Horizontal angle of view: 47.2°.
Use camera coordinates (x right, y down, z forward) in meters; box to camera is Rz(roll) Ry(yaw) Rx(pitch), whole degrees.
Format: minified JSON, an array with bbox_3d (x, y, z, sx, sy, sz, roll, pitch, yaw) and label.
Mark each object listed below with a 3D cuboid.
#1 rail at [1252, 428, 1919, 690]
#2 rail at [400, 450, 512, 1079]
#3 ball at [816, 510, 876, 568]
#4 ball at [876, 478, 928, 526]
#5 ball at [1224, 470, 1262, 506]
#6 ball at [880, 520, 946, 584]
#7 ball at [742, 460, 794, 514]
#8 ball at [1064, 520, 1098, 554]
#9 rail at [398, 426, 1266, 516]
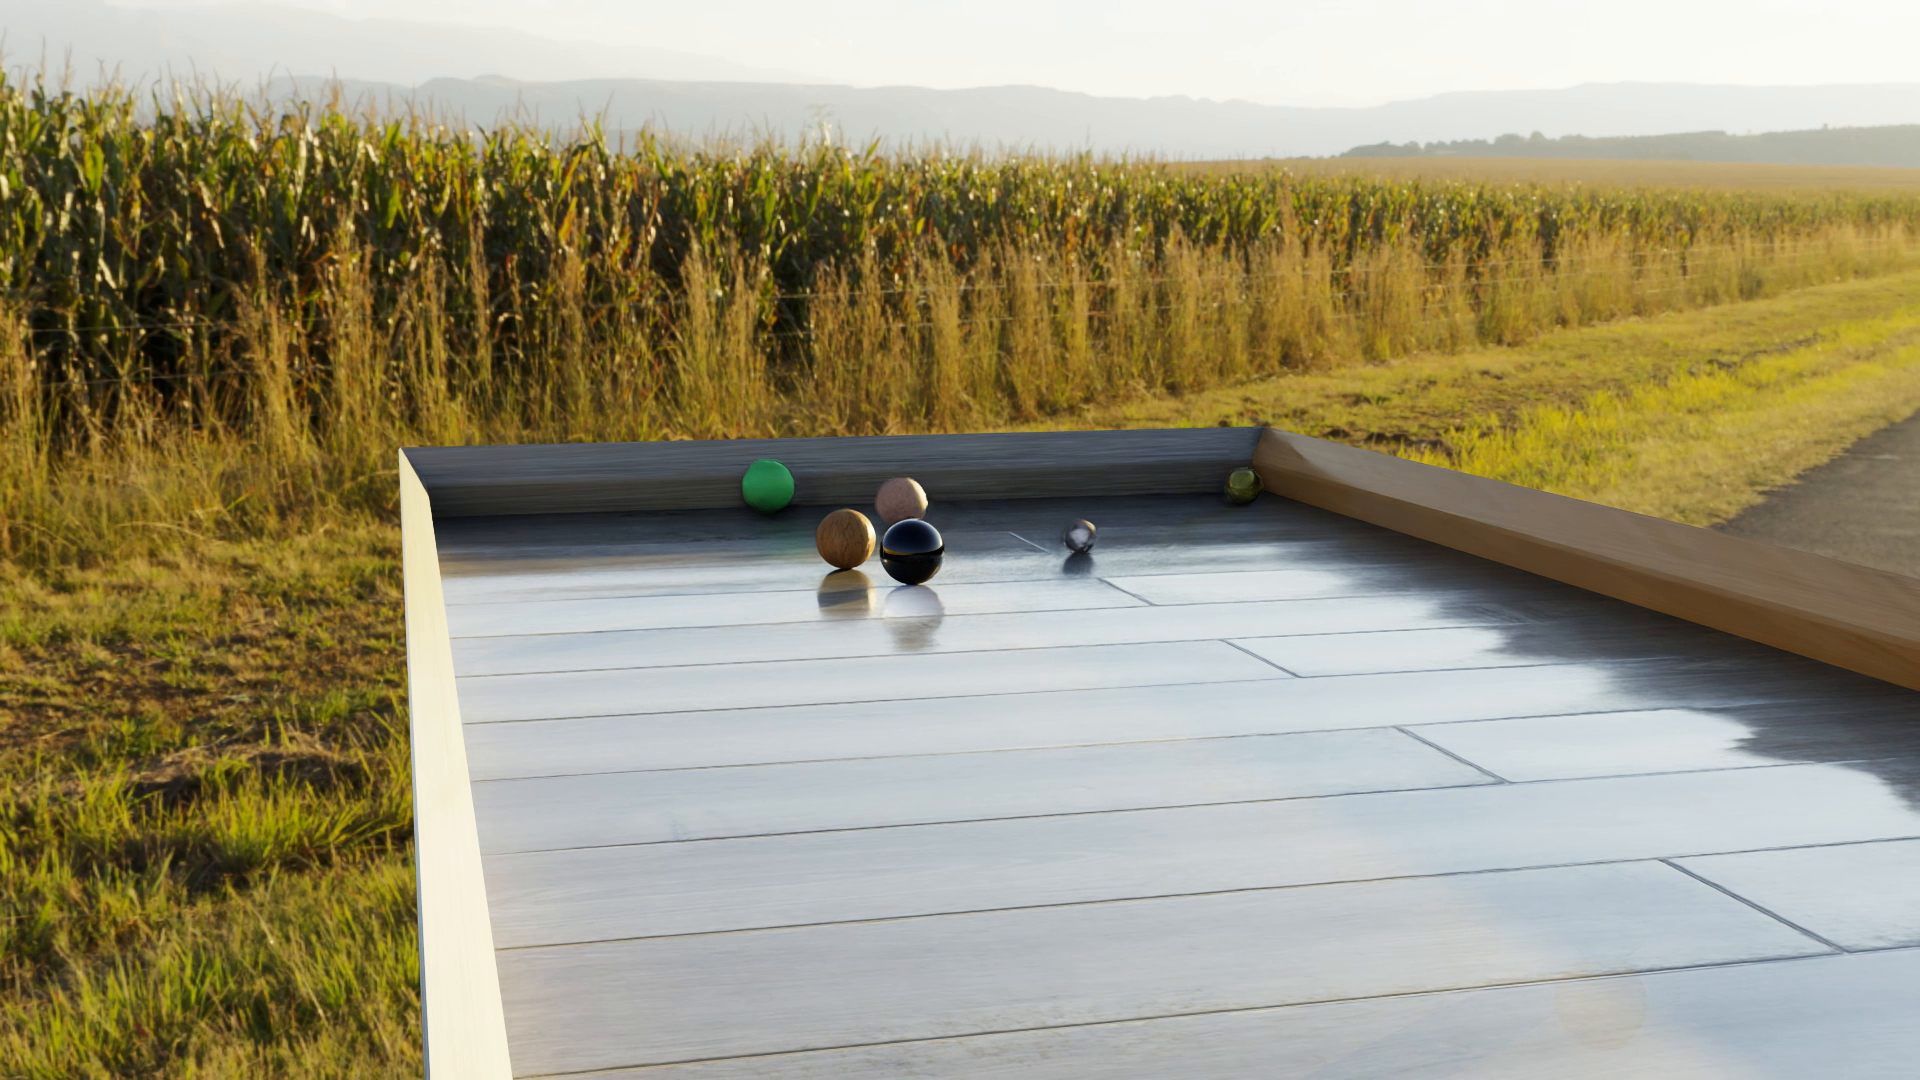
[{"bbox_3d":[0.975,0.062,2.788,0.045,0.125,3.198,-2,8,-14],"label":"rail"},{"bbox_3d":[-0.578,0.119,2.393,0.045,0.125,3.198,-2,8,-14],"label":"rail"},{"bbox_3d":[-0.174,-0.001,3.347,0.091,0.091,0.091,0,8,0],"label":"ball"},{"bbox_3d":[-0.100,-0.062,3.781,0.087,0.087,0.087,0,8,0],"label":"ball"},{"bbox_3d":[0.528,-0.098,4.099,0.067,0.067,0.067,0,8,0],"label":"ball"},{"bbox_3d":[-0.069,0.017,3.200,0.096,0.096,0.096,0,8,0],"label":"ball"},{"bbox_3d":[-0.349,-0.097,3.990,0.096,0.096,0.096,0,8,0],"label":"ball"},{"bbox_3d":[0.192,-0.006,3.509,0.053,0.053,0.053,0,8,0],"label":"ball"},{"bbox_3d":[-0.193,-0.128,4.100,1.651,0.125,0.045,-2,8,-14],"label":"rail"}]
